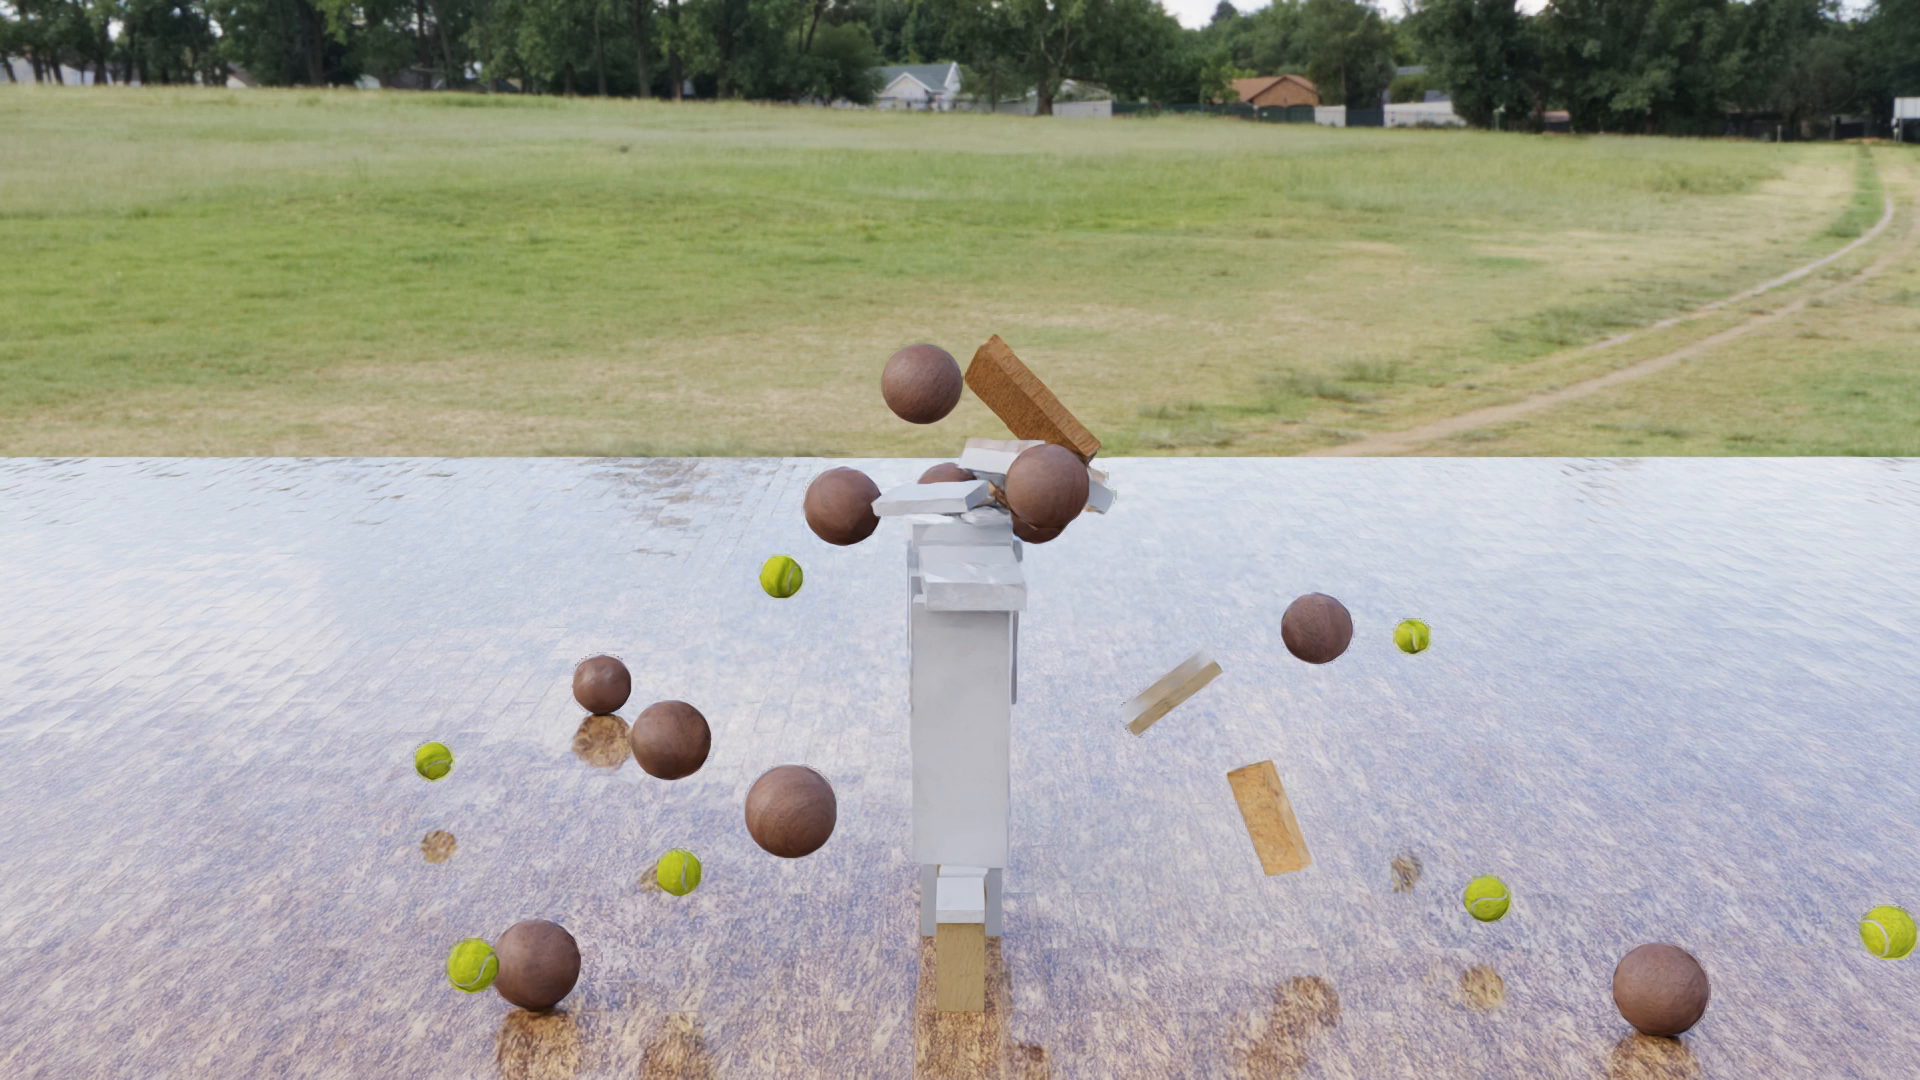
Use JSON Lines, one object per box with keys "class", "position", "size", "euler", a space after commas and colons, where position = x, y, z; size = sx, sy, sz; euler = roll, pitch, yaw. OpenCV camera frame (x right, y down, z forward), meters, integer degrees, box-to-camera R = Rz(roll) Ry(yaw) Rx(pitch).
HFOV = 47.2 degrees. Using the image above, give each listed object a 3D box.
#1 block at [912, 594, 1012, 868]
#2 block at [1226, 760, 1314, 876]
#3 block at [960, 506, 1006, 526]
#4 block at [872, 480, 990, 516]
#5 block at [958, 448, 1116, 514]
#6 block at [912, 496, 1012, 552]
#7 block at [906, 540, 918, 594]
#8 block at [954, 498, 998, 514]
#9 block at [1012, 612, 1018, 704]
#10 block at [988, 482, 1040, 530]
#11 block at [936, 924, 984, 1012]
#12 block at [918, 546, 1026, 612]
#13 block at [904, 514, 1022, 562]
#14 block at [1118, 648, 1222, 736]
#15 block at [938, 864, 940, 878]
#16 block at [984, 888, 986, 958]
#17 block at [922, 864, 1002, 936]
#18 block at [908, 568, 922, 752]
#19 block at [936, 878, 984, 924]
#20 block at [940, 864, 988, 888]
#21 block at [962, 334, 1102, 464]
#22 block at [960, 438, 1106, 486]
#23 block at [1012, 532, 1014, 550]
{"class": "block", "position": [0.003, 0.286, 3.269], "size": [0.143, 0.413, 0.041], "euler": [2, 16, 7]}
{"class": "block", "position": [0.474, 0.426, 3.369], "size": [0.024, 0.170, 0.085], "euler": [-20, -3, -36]}
{"class": "block", "position": [0.036, -0.037, 3.442], "size": [0.048, 0.014, 0.095], "euler": [-4, 10, -14]}
{"class": "block", "position": [-0.046, -0.066, 3.514], "size": [0.170, 0.024, 0.085], "euler": [-3, 19, 29]}
{"class": "block", "position": [0.121, -0.097, 3.554], "size": [0.129, 0.037, 0.258], "euler": [29, -10, -32]}
{"class": "block", "position": [0.005, -0.029, 3.577], "size": [0.156, 0.044, 0.311], "euler": [0, 9, 1]}
{"class": "block", "position": [-0.005, 0.158, 3.540], "size": [0.156, 0.311, 0.044], "euler": [0, 14, 2]}
{"class": "block", "position": [0.025, -0.056, 3.557], "size": [0.048, 0.014, 0.095], "euler": [2, 10, 16]}
{"class": "block", "position": [0.032, 0.163, 3.869], "size": [0.136, 0.273, 0.039], "euler": [-1, 25, -4]}
{"class": "block", "position": [0.086, -0.055, 3.552], "size": [0.095, 0.014, 0.048], "euler": [36, 9, -17]}
{"class": "block", "position": [0.000, 0.611, 3.176], "size": [0.069, 0.139, 0.020], "euler": [0, 11, 0]}
{"class": "block", "position": [0.015, 0.055, 3.270], "size": [0.143, 0.041, 0.286], "euler": [0, 11, -3]}
{"class": "block", "position": [0.003, -0.005, 3.903], "size": [0.136, 0.039, 0.273], "euler": [-4, 13, -17]}
{"class": "block", "position": [0.329, 0.239, 3.454], "size": [0.170, 0.024, 0.085], "euler": [-37, 12, 0]}
{"class": "block", "position": [0.002, 0.565, 3.408], "size": [0.072, 0.143, 0.020], "euler": [0, 13, 3]}
{"class": "block", "position": [0.003, 0.582, 3.314], "size": [0.072, 0.143, 0.020], "euler": [1, 12, 1]}
{"class": "block", "position": [0.003, 0.498, 3.463], "size": [0.127, 0.254, 0.036], "euler": [0, 13, 0]}
{"class": "block", "position": [-0.008, 0.188, 3.452], "size": [0.143, 0.286, 0.041], "euler": [-1, 14, -5]}
{"class": "block", "position": [0.001, 0.525, 3.207], "size": [0.069, 0.020, 0.139], "euler": [0, 11, 0]}
{"class": "block", "position": [0.007, 0.493, 3.346], "size": [0.072, 0.020, 0.143], "euler": [1, 12, 1]}
{"class": "block", "position": [0.119, -0.215, 3.687], "size": [0.037, 0.258, 0.129], "euler": [-40, -8, -24]}
{"class": "block", "position": [0.119, -0.122, 3.651], "size": [0.129, 0.037, 0.258], "euler": [28, -10, -27]}
{"class": "block", "position": [0.008, 0.148, 3.729], "size": [0.156, 0.356, 0.044], "euler": [-1, 26, -4]}
